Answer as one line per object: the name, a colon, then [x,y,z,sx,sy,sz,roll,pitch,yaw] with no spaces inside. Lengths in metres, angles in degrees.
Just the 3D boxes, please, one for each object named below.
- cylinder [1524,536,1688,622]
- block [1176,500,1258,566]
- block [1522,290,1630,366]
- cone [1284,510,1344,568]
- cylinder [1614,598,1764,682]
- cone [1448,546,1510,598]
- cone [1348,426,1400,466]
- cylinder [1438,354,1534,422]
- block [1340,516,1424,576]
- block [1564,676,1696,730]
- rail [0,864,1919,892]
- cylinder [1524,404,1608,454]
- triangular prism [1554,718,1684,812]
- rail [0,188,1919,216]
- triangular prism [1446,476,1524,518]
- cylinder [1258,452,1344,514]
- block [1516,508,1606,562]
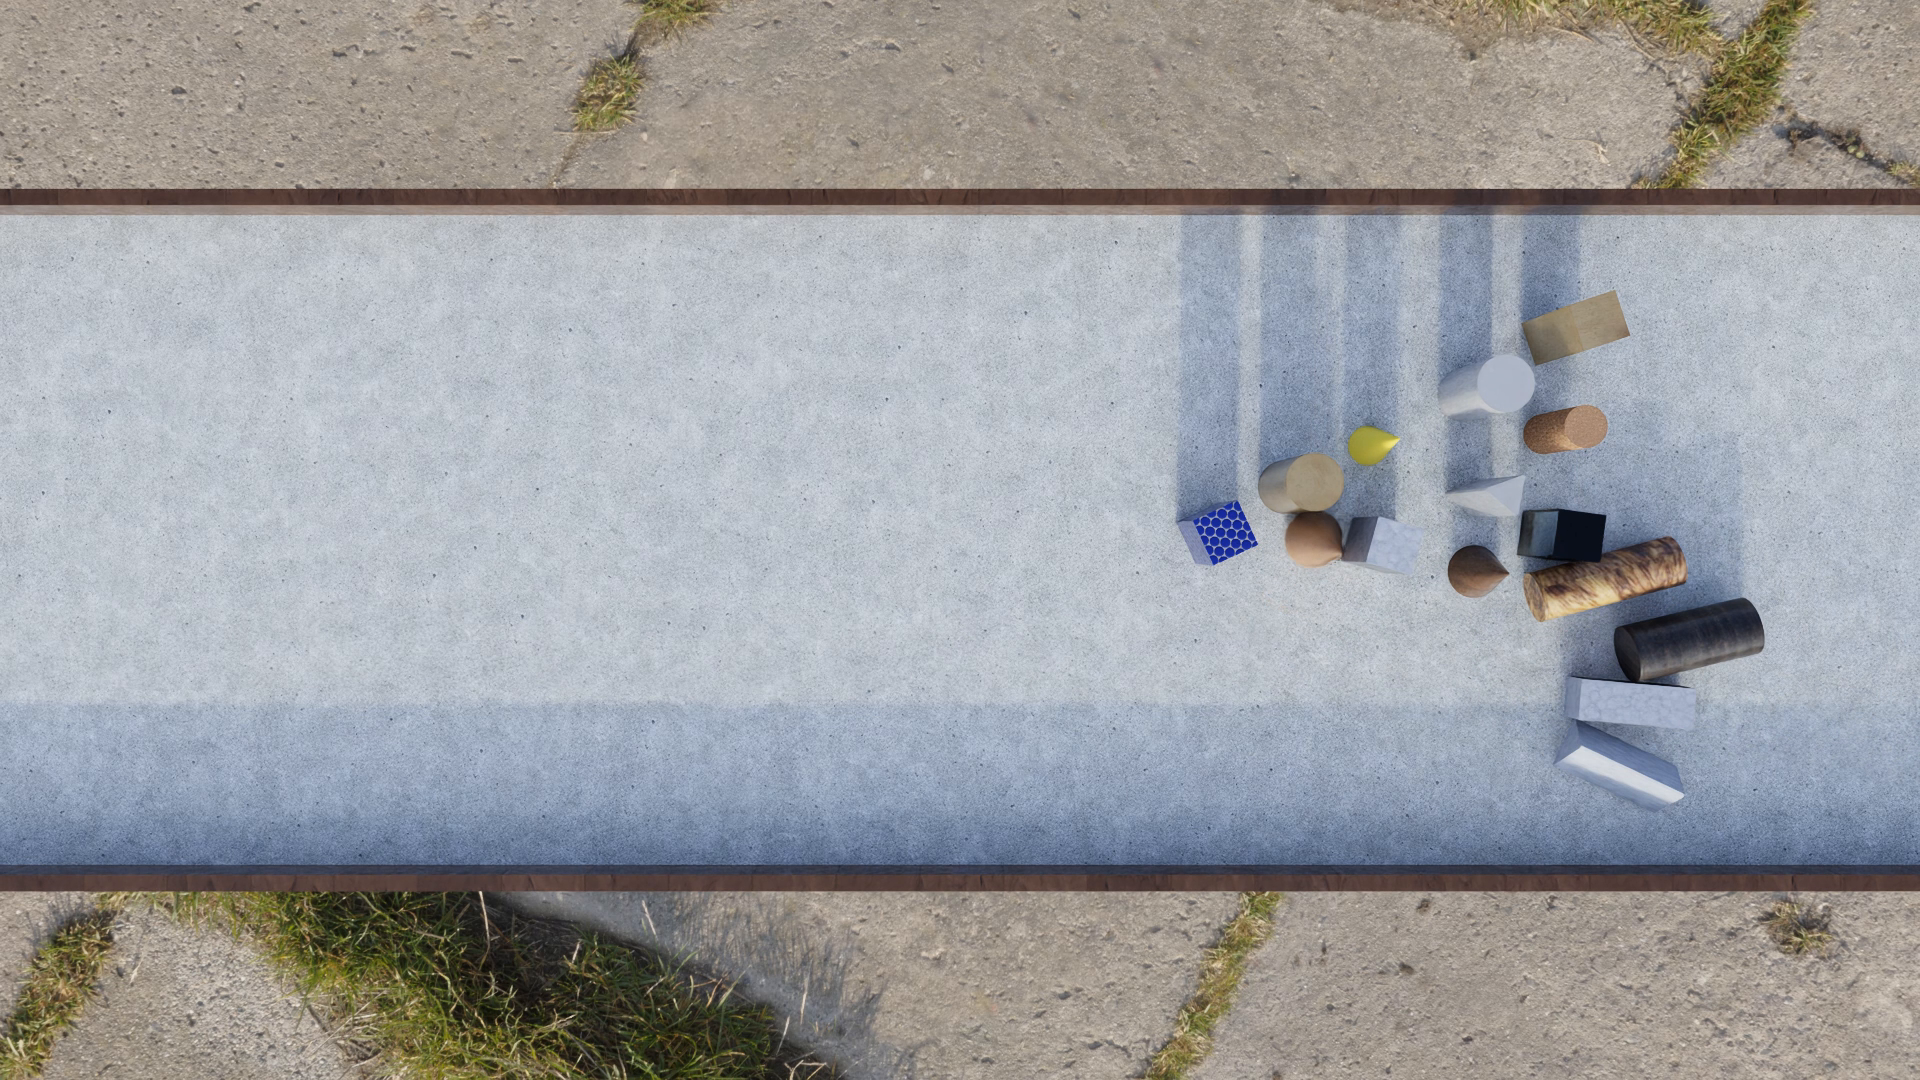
cylinder: [1.953,0.119,5.000,0.441,0.153,0.153,-15,90,0]
block: [0.759,-0.021,4.895,0.141,0.364,0.141,-25,90,0]
block: [1.815,-0.623,4.877,0.138,0.399,0.138,-18,90,0]
cone: [1.087,0.018,4.873,0.177,0.389,0.177,0,96,0]
cylinder: [2.202,0.303,4.987,0.379,0.176,0.176,-13,90,0]
cone: [1.582,0.097,4.911,0.163,0.331,0.163,0,90,0]
cone: [1.256,-0.290,4.889,0.122,0.375,0.122,0,90,0]
cylinder: [1.551,-0.446,4.881,0.165,0.391,0.165,0,90,0]
block: [1.257,0.016,4.919,0.138,0.315,0.138,15,90,0]
block: [2.036,0.493,5.015,0.346,0.123,0.123,5,90,0]
rail: [-2.247,1.025,5.001,12.000,0.150,0.050,0,90,0]
cylinder: [1.796,-0.326,4.902,0.124,0.348,0.124,0,90,0]
triangular prism: [2.013,0.693,5.005,0.343,0.135,0.156,25,90,0]
rail: [-2.247,-1.025,5.002,12.000,0.150,0.050,0,90,0]
triangular prism: [1.570,-0.145,4.878,0.115,0.396,0.100,40,90,0]
cylinder: [1.000,-0.163,4.861,0.166,0.431,0.166,0,90,0]
block: [1.792,-0.012,4.923,0.139,0.308,0.139,8,90,0]
